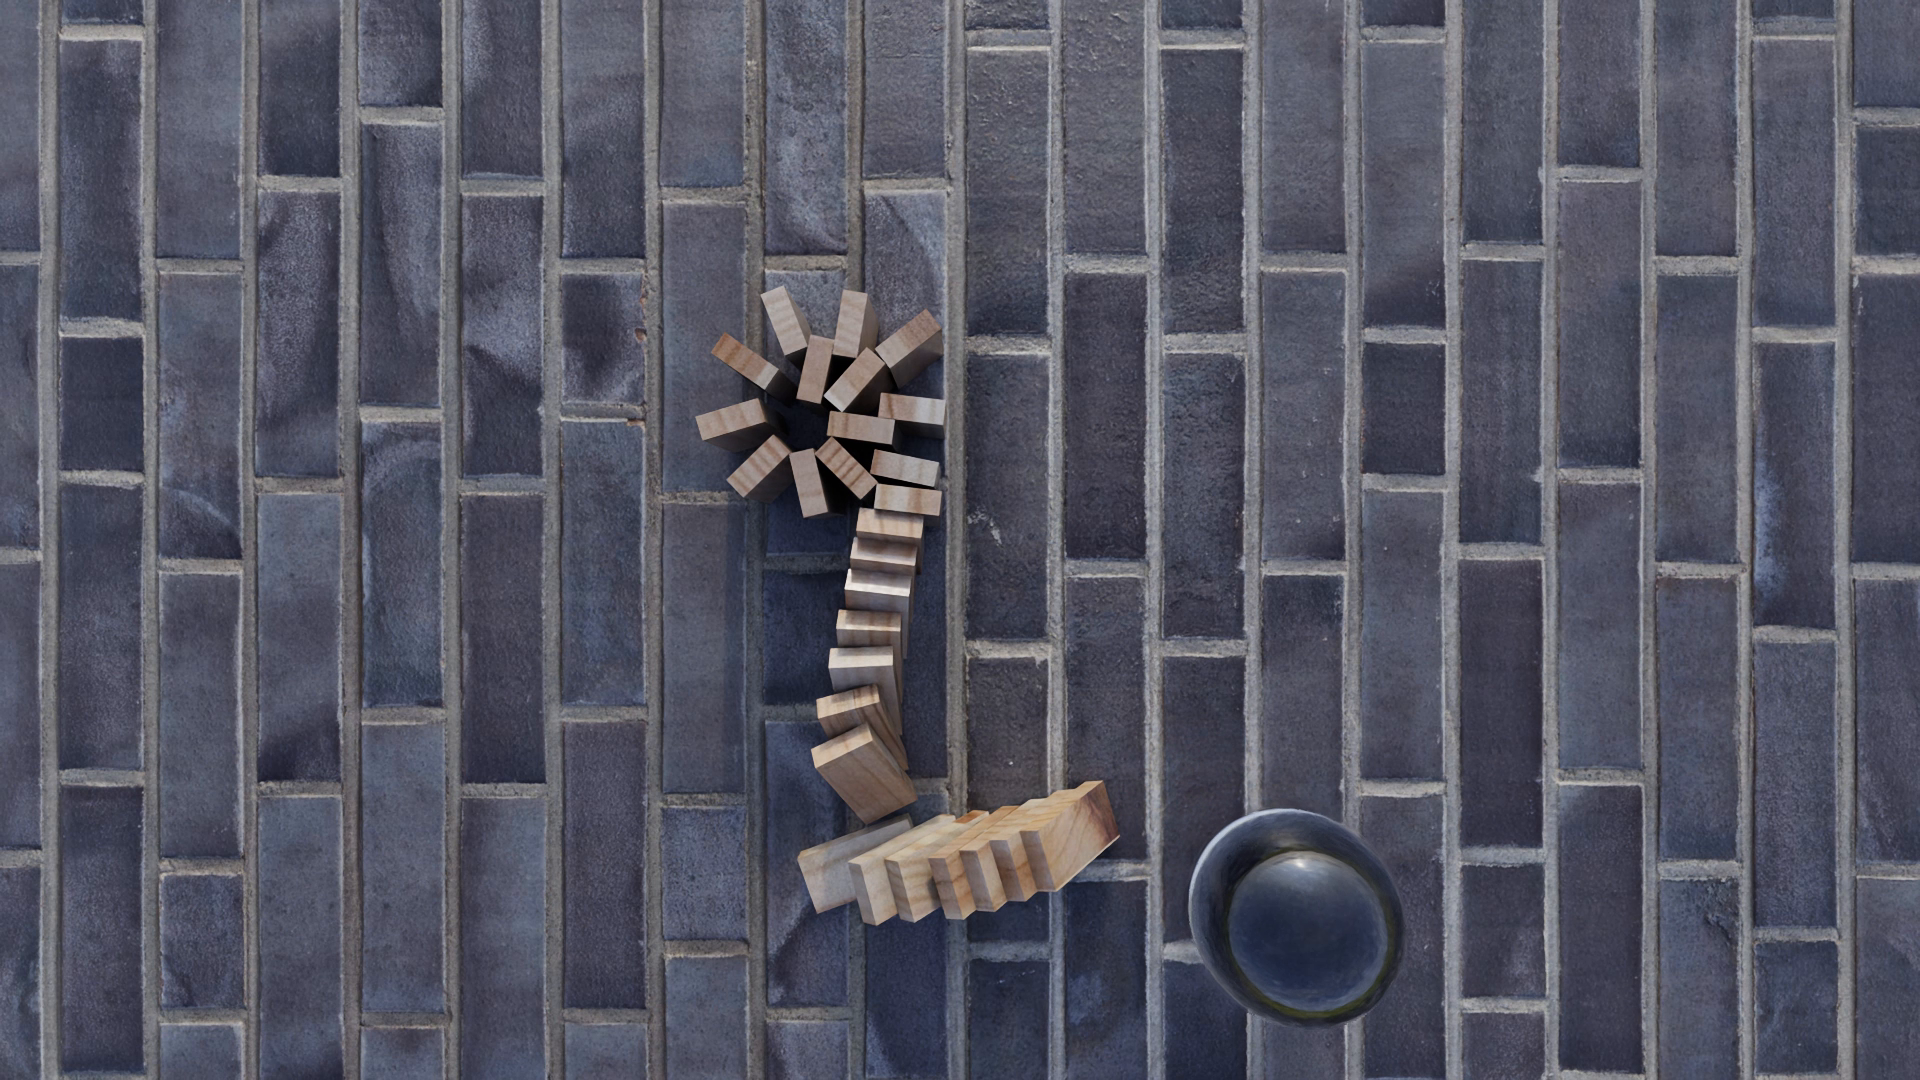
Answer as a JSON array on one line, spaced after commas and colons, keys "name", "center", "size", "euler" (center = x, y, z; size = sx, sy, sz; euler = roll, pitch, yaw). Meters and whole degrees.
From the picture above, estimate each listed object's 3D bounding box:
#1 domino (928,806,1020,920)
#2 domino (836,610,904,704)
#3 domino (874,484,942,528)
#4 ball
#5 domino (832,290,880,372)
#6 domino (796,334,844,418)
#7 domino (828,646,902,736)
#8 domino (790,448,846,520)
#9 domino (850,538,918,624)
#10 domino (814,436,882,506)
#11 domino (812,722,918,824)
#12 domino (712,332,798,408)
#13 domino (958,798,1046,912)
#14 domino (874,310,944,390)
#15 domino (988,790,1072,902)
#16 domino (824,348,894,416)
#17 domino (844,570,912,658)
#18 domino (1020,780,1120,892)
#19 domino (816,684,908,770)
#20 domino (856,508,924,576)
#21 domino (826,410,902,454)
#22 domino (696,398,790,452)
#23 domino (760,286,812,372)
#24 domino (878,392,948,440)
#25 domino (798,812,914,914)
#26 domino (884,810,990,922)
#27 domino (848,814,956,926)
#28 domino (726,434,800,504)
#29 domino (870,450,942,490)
[{"name": "domino", "center": [0.010, 0.132, 0.378], "size": [0.010, 0.050, 0.025], "euler": [-17, 90, 41]}, {"name": "domino", "center": [-0.036, 0.049, 0.379], "size": [0.025, 0.050, 0.010], "euler": [2, 46, 0]}, {"name": "domino", "center": [-0.020, -0.013, 0.375], "size": [0.025, 0.050, 0.010], "euler": [7, 85, 0]}, {"name": "ball", "center": [0.131, 0.147, 0.360], "size": [0.080, 0.080, 0.080], "euler": [0, 90, 0]}, {"name": "domino", "center": [-0.042, -0.083, 0.375], "size": [0.010, 0.050, 0.025], "euler": [10, 90, 0]}, {"name": "domino", "center": [-0.055, -0.065, 0.375], "size": [0.010, 0.050, 0.025], "euler": [13, 90, 0]}, {"name": "domino", "center": [-0.038, 0.063, 0.379], "size": [0.025, 0.050, 0.009], "euler": [-3, 46, 0]}, {"name": "domino", "center": [-0.058, -0.022, 0.375], "size": [0.010, 0.050, 0.025], "euler": [-13, 90, 1]}, {"name": "domino", "center": [-0.031, 0.017, 0.376], "size": [0.025, 0.050, 0.010], "euler": [7, 58, 0]}, {"name": "domino", "center": [-0.043, -0.027, 0.375], "size": [0.025, 0.050, 0.009], "euler": [45, 90, 2]}, {"name": "domino", "center": [-0.039, 0.097, 0.379], "size": [0.025, 0.009, 0.050], "euler": [-26, 133, 0]}, {"name": "domino", "center": [-0.082, -0.068, 0.375], "size": [0.025, 0.050, 0.010], "euler": [34, 90, 0]}, {"name": "domino", "center": [0.022, 0.129, 0.378], "size": [0.010, 0.050, 0.025], "euler": [-17, 90, 41]}, {"name": "domino", "center": [-0.020, -0.077, 0.375], "size": [0.025, 0.050, 0.009], "euler": [-38, 90, 0]}, {"name": "domino", "center": [0.034, 0.125, 0.378], "size": [0.009, 0.050, 0.025], "euler": [-17, 90, 41]}, {"name": "domino", "center": [-0.040, -0.061, 0.375], "size": [0.010, 0.050, 0.025], "euler": [41, 89, 0]}, {"name": "domino", "center": [-0.033, 0.031, 0.377], "size": [0.025, 0.050, 0.010], "euler": [6, 54, 0]}, {"name": "domino", "center": [0.046, 0.121, 0.378], "size": [0.010, 0.050, 0.025], "euler": [-17, 90, 41]}, {"name": "domino", "center": [-0.040, 0.081, 0.379], "size": [0.025, 0.010, 0.050], "euler": [-15, 133, 0]}, {"name": "domino", "center": [-0.028, 0.001, 0.375], "size": [0.025, 0.050, 0.009], "euler": [7, 71, 0]}, {"name": "domino", "center": [-0.038, -0.043, 0.375], "size": [0.025, 0.050, 0.009], "euler": [8, 89, 0]}, {"name": "domino", "center": [-0.088, -0.046, 0.375], "size": [0.025, 0.050, 0.009], "euler": [-17, 90, 0]}, {"name": "domino", "center": [-0.067, -0.084, 0.375], "size": [0.009, 0.050, 0.025], "euler": [-22, 90, 0]}, {"name": "domino", "center": [-0.018, -0.050, 0.375], "size": [0.025, 0.050, 0.010], "euler": [7, 90, 0]}, {"name": "domino", "center": [-0.042, 0.139, 0.395], "size": [0.050, 0.010, 0.025], "euler": [-20, 90, 0]}, {"name": "domino", "center": [-0.006, 0.134, 0.380], "size": [0.050, 0.009, 0.025], "euler": [-15, 90, -41]}, {"name": "domino", "center": [-0.021, 0.136, 0.380], "size": [0.050, 0.010, 0.025], "euler": [-15, 90, -40]}, {"name": "domino", "center": [-0.077, -0.028, 0.375], "size": [0.025, 0.050, 0.009], "euler": [-44, 90, 0]}, {"name": "domino", "center": [-0.021, -0.028, 0.375], "size": [0.025, 0.050, 0.010], "euler": [12, 90, 0]}]
